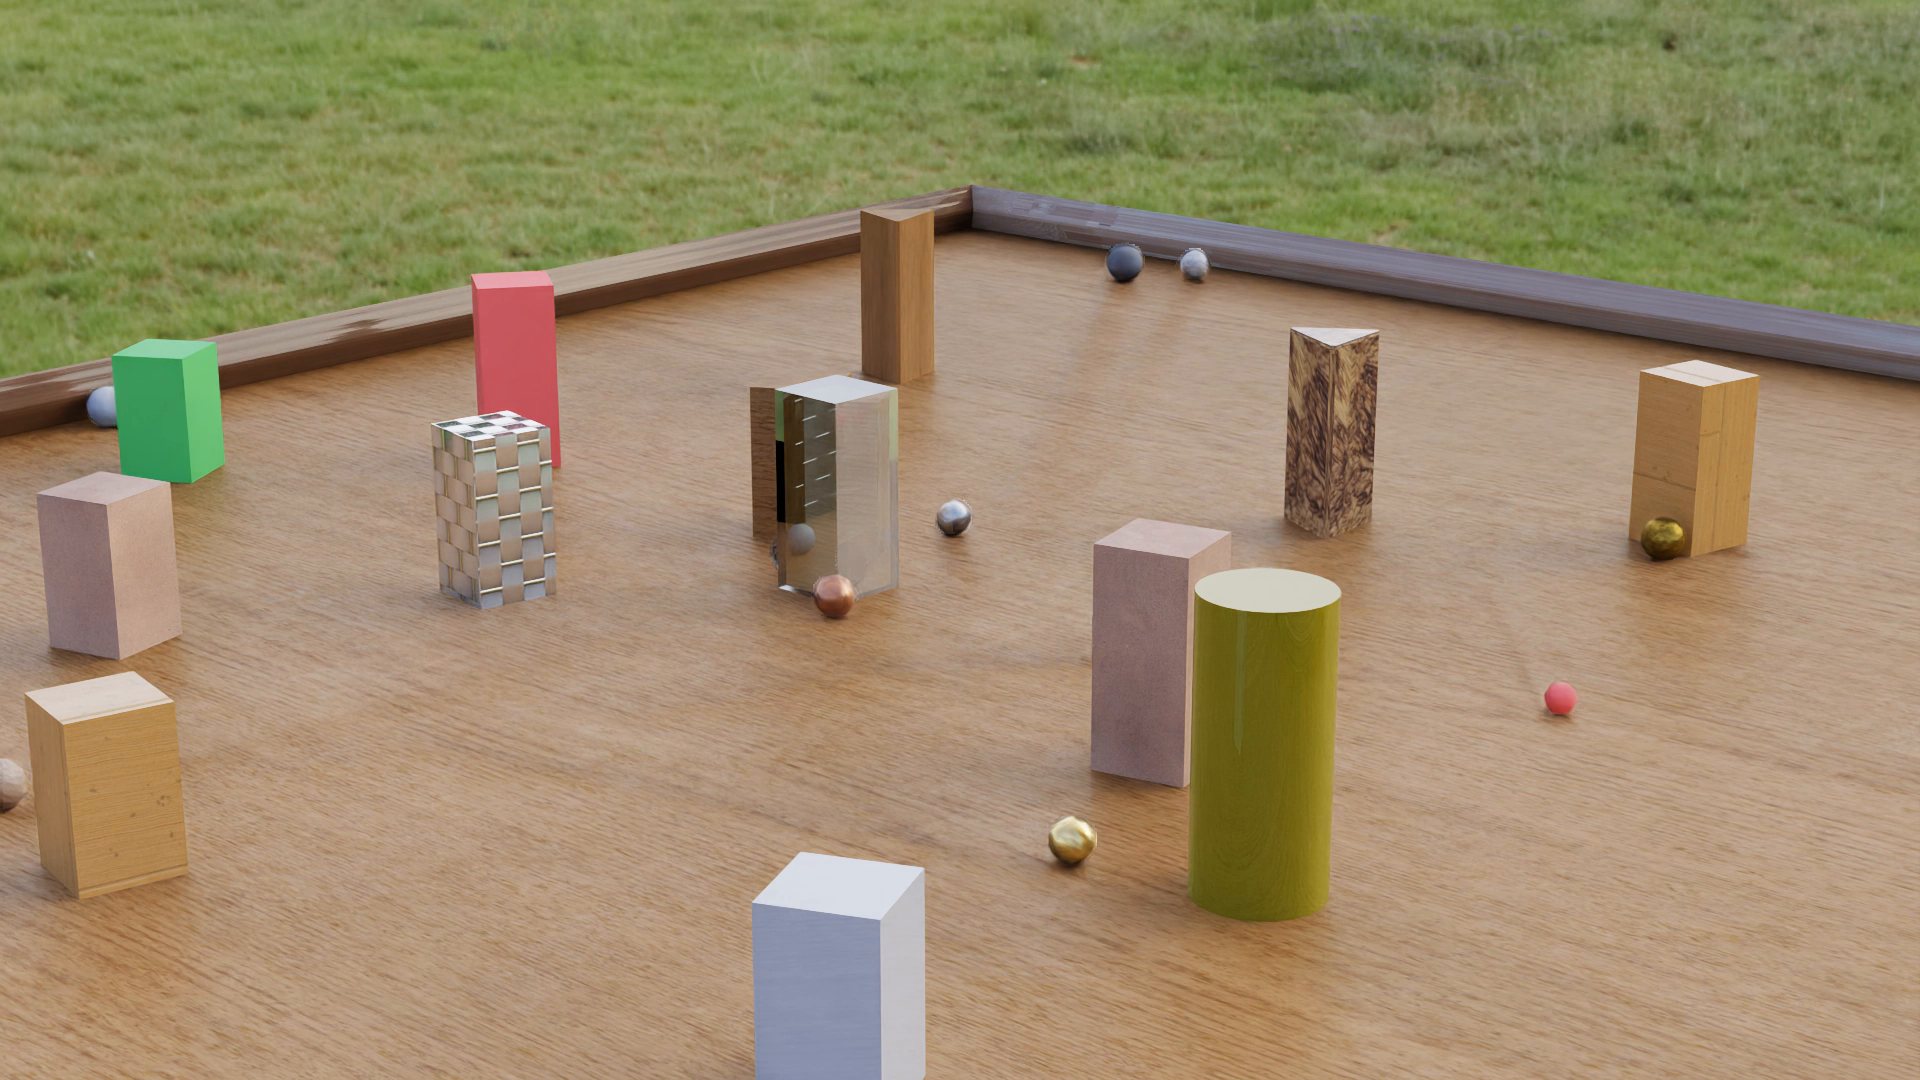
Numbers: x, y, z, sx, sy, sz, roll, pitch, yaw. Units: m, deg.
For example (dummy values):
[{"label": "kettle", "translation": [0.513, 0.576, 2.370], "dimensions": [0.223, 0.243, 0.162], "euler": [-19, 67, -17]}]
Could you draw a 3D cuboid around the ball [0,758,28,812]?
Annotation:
[{"label": "ball", "translation": [-1.362, 0.347, 4.154], "dimensions": [0.077, 0.077, 0.077], "euler": [0, 17, 0]}]

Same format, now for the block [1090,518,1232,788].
[{"label": "block", "translation": [0.294, 0.163, 4.295], "dimensions": [0.150, 0.348, 0.150], "euler": [9, 19, 27]}]

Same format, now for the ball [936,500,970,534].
[{"label": "ball", "translation": [-0.012, -0.041, 5.463], "dimensions": [0.063, 0.063, 0.063], "euler": [0, 17, 0]}]

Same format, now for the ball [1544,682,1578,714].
[{"label": "ball", "translation": [0.930, 0.245, 4.538], "dimensions": [0.050, 0.050, 0.050], "euler": [0, 17, 0]}]

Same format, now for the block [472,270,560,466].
[{"label": "block", "translation": [-0.898, -0.343, 5.928], "dimensions": [0.150, 0.372, 0.150], "euler": [-4, 17, -13]}]

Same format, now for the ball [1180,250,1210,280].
[{"label": "ball", "translation": [0.616, -0.721, 7.692], "dimensions": [0.075, 0.075, 0.075], "euler": [0, 17, 0]}]

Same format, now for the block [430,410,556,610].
[{"label": "block", "translation": [-0.809, -0.054, 5.095], "dimensions": [0.150, 0.300, 0.150], "euler": [-12, 21, -35]}]

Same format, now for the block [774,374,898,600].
[{"label": "block", "translation": [-0.214, -0.089, 5.110], "dimensions": [0.150, 0.359, 0.150], "euler": [15, 23, 41]}]

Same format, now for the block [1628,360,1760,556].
[{"label": "block", "translation": [1.348, -0.152, 5.387], "dimensions": [0.150, 0.318, 0.150], "euler": [-11, 20, -33]}]

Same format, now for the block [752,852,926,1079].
[{"label": "block", "translation": [-0.134, 0.509, 3.305], "dimensions": [0.150, 0.260, 0.150], "euler": [5, 18, 17]}]

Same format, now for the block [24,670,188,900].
[{"label": "block", "translation": [-1.144, 0.326, 3.931], "dimensions": [0.150, 0.246, 0.150], "euler": [-12, 20, -34]}]

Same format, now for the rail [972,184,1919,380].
[{"label": "rail", "translation": [1.686, -0.532, 6.980], "dimensions": [4.420, 0.122, 0.045], "euler": [14, 22, 39]}]

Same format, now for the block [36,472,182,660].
[{"label": "block", "translation": [-1.405, 0.041, 4.846], "dimensions": [0.150, 0.264, 0.150], "euler": [8, 19, 25]}]

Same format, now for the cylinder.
[{"label": "cylinder", "translation": [0.395, 0.266, 3.828], "dimensions": [0.187, 0.421, 0.187], "euler": [0, 17, 0]}]

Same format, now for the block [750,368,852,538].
[{"label": "block", "translation": [-0.294, -0.159, 5.465], "dimensions": [0.150, 0.287, 0.150], "euler": [4, 17, 14]}]

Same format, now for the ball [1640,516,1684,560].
[{"label": "ball", "translation": [1.273, -0.004, 5.313], "dimensions": [0.078, 0.078, 0.078], "euler": [0, 17, 0]}]

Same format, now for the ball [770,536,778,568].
[{"label": "ball", "translation": [-0.298, 0.022, 5.224], "dimensions": [0.079, 0.079, 0.079], "euler": [0, 17, 0]}]

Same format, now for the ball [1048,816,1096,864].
[{"label": "ball", "translation": [0.151, 0.407, 3.979], "dimensions": [0.065, 0.065, 0.065], "euler": [0, 17, 0]}]

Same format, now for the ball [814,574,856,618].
[{"label": "ball", "translation": [-0.213, 0.095, 4.996], "dimensions": [0.072, 0.072, 0.072], "euler": [0, 17, 0]}]

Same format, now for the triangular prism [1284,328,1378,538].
[{"label": "triangular prism", "translation": [0.674, -0.209, 5.491], "dimensions": [0.141, 0.368, 0.162], "euler": [13, 21, 36]}]

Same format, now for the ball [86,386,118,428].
[{"label": "ball", "translation": [-1.806, -0.283, 6.220], "dimensions": [0.088, 0.088, 0.088], "euler": [0, 17, 0]}]

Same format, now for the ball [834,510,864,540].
[{"label": "ball", "translation": [-0.206, -0.028, 5.431], "dimensions": [0.056, 0.056, 0.056], "euler": [0, 17, 0]}]

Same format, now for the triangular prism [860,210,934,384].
[{"label": "triangular prism", "translation": [-0.121, -0.558, 6.639], "dimensions": [0.141, 0.371, 0.162], "euler": [-10, 20, -30]}]

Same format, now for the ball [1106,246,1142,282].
[{"label": "ball", "translation": [0.431, -0.724, 7.668], "dimensions": [0.094, 0.094, 0.094], "euler": [0, 17, 0]}]

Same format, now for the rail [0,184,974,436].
[{"label": "rail", "translation": [-1.651, -0.384, 6.493], "dimensions": [0.045, 0.122, 5.191], "euler": [14, 22, 39]}]

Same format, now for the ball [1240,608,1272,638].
[{"label": "ball", "translation": [0.494, 0.139, 4.888], "dimensions": [0.051, 0.051, 0.051], "euler": [0, 17, 0]}]

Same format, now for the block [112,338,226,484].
[{"label": "block", "translation": [-1.580, -0.259, 5.856], "dimensions": [0.150, 0.252, 0.150], "euler": [3, 17, 11]}]
